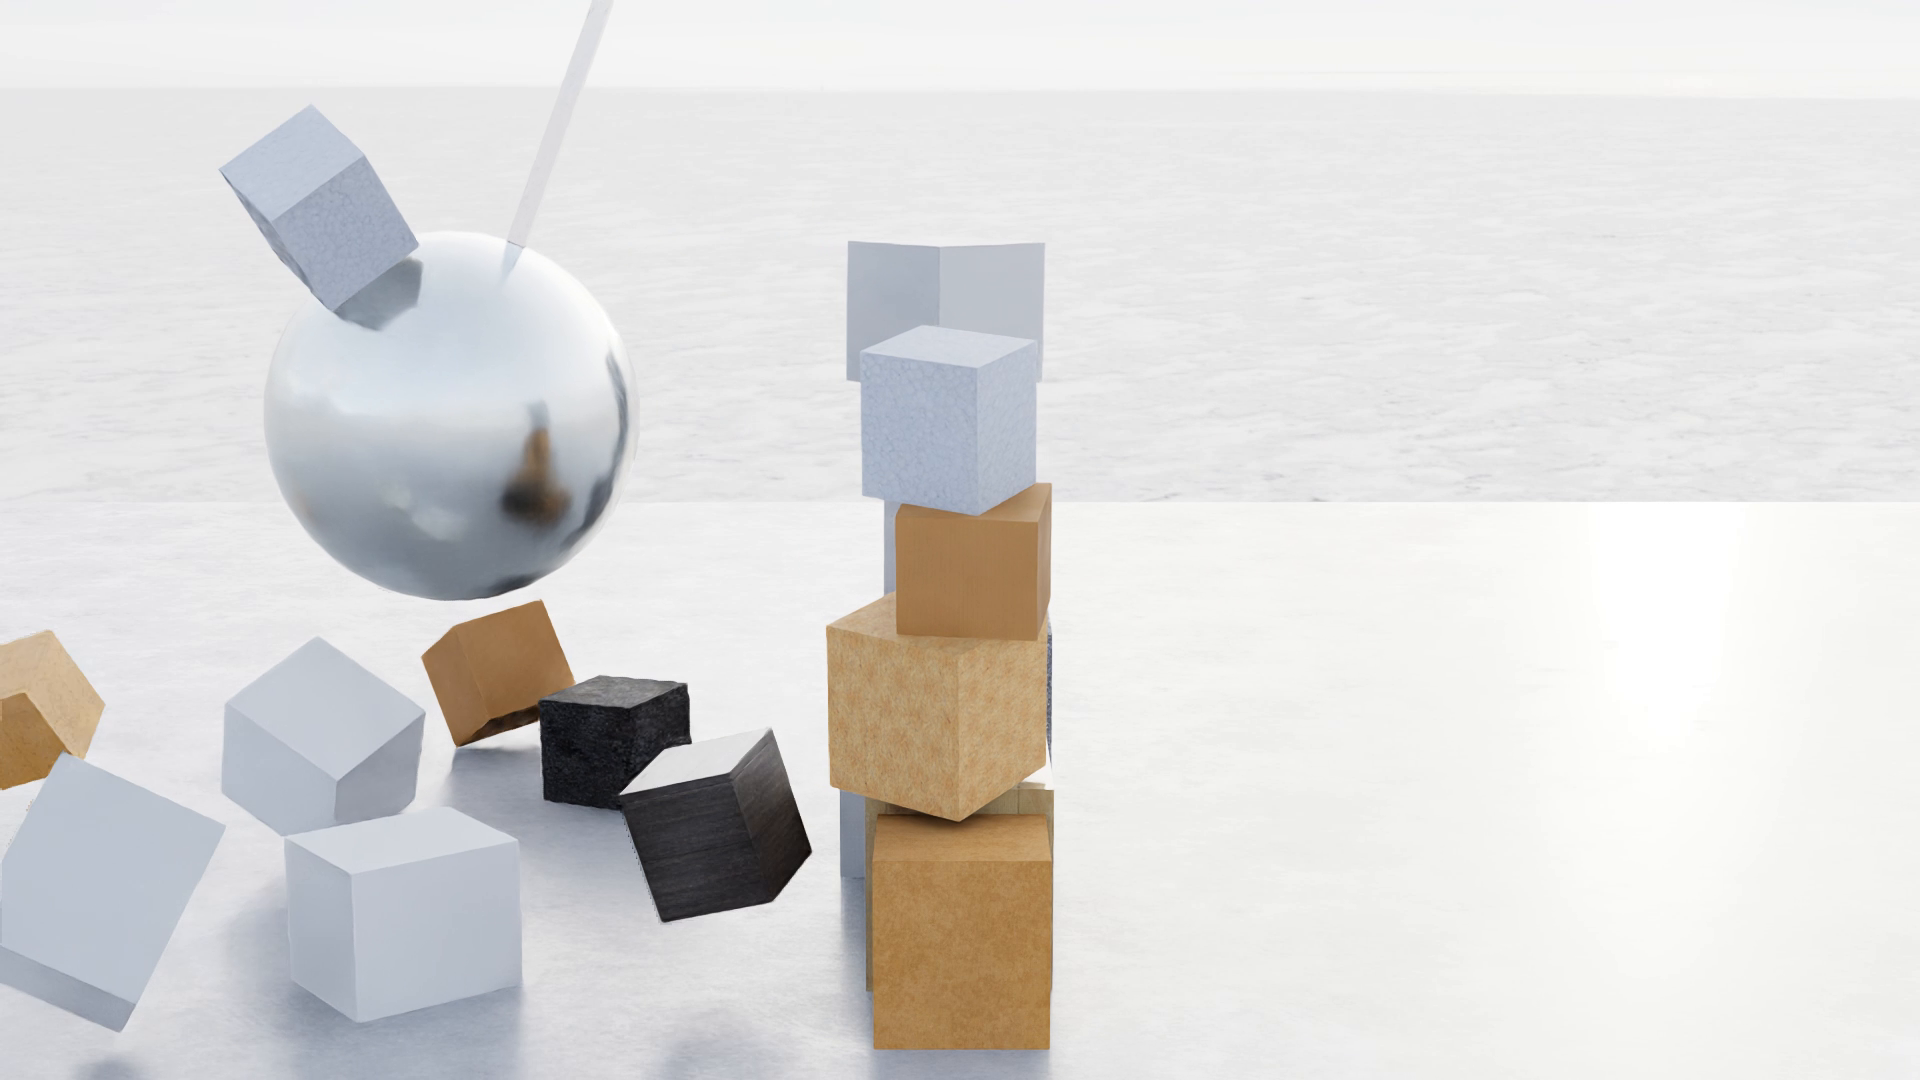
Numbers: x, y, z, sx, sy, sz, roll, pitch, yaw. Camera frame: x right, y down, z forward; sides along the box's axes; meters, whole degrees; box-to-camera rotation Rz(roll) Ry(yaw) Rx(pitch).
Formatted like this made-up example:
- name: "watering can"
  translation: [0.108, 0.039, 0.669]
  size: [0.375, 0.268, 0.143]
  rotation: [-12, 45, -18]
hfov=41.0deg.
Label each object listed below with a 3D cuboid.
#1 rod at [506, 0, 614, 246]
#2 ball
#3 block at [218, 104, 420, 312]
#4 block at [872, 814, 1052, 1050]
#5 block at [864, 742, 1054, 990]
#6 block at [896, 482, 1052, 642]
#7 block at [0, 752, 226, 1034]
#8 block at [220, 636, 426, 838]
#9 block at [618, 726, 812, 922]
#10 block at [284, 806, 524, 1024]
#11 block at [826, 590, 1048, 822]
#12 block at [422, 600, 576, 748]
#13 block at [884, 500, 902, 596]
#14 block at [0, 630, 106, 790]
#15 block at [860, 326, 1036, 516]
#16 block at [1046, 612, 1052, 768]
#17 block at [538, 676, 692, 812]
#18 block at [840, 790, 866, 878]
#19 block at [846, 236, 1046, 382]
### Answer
- name: "rod"
  translation: [-0.946, -3.650, 10.517]
  size: [0.080, 5.200, 0.080]
  rotation: [21, 10, -4]
- name: "ball"
  translation: [-2.184, -0.534, 11.083]
  size: [1.600, 1.600, 1.600]
  rotation: [0, 10, 0]
- name: "block"
  translation: [-2.608, -1.355, 10.465]
  size: [0.458, 0.537, 0.472]
  rotation: [-39, 52, -13]
- name: "block"
  translation: [0.007, 1.452, 9.583]
  size: [0.642, 0.714, 0.600]
  rotation: [0, 10, 0]
- name: "block"
  translation: [-0.004, 1.281, 10.261]
  size: [0.723, 0.808, 0.781]
  rotation: [0, 10, 0]
- name: "block"
  translation: [0.057, 0.067, 9.642]
  size: [0.525, 0.463, 0.480]
  rotation: [2, 19, 8]
- name: "block"
  translation: [-3.122, 1.278, 9.225]
  size: [0.625, 0.694, 0.688]
  rotation: [27, -27, -12]
- name: "block"
  translation: [-2.865, 0.952, 11.535]
  size: [0.649, 0.616, 0.570]
  rotation: [32, 44, 16]
- name: "block"
  translation: [-0.965, 1.128, 10.193]
  size: [0.486, 0.550, 0.496]
  rotation: [-13, 13, 19]
- name: "block"
  translation: [-2.167, 1.443, 9.999]
  size: [0.696, 0.583, 0.607]
  rotation: [-8, 13, -37]
- name: "block"
  translation: [-0.083, 0.600, 9.818]
  size: [0.593, 0.659, 0.620]
  rotation: [12, 22, 31]
- name: "block"
  translation: [-2.420, 0.703, 13.468]
  size: [0.513, 0.523, 0.568]
  rotation: [-18, -10, -34]
- name: "block"
  translation: [0.005, 0.048, 12.539]
  size: [0.517, 0.536, 0.560]
  rotation: [8, 13, 37]
- name: "block"
  translation: [-4.399, 0.802, 12.074]
  size: [0.439, 0.493, 0.449]
  rotation: [-16, 36, 11]
- name: "block"
  translation: [-0.040, -0.455, 9.590]
  size: [0.495, 0.559, 0.457]
  rotation: [10, 21, 28]
- name: "block"
  translation: [0.009, 0.828, 12.386]
  size: [0.842, 0.939, 0.818]
  rotation: [0, 10, 0]
- name: "block"
  translation: [-1.691, 0.997, 12.646]
  size: [0.519, 0.519, 0.545]
  rotation: [3, 11, 25]
- name: "block"
  translation: [-0.143, 1.082, 11.636]
  size: [0.746, 0.708, 0.720]
  rotation: [0, 10, 2]
- name: "block"
  translation: [-0.069, -1.089, 12.230]
  size: [0.622, 0.666, 0.707]
  rotation: [10, 13, 44]
